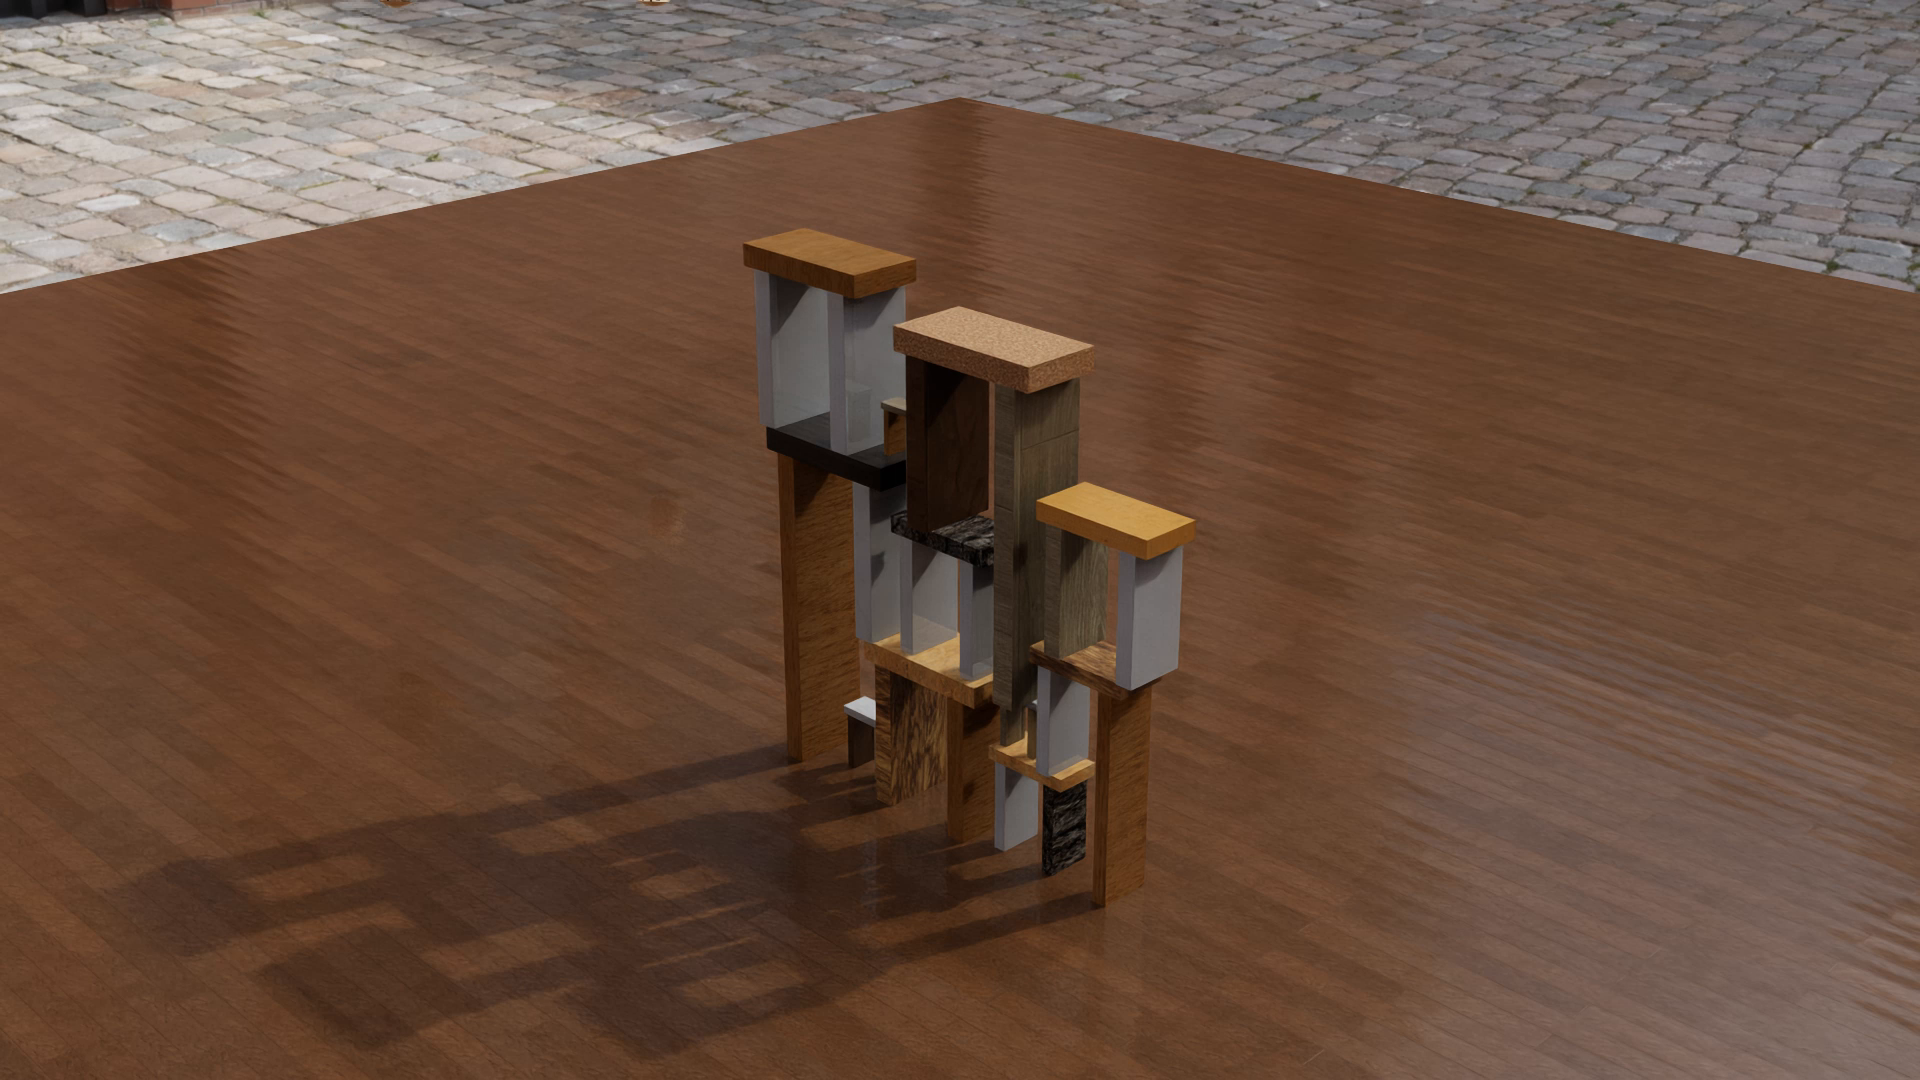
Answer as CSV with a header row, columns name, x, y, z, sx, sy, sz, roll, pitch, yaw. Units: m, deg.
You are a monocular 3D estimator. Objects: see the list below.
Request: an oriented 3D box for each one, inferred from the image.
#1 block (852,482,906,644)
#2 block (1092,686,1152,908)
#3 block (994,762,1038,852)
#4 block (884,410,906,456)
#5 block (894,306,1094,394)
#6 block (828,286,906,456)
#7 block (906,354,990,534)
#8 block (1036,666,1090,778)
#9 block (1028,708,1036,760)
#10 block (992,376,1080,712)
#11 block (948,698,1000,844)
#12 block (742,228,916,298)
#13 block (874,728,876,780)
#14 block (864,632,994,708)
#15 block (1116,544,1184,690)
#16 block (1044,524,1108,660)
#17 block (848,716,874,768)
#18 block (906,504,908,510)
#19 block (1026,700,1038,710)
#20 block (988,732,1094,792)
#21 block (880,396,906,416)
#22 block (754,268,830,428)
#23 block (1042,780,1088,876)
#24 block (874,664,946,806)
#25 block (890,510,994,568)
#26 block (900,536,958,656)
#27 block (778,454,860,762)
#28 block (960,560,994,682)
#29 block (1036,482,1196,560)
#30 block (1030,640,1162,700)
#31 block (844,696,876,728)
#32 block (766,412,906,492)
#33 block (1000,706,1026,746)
name,x,y,z,sx,sy,sz,roll,pitch,yaw
block,-0.133,0.023,4.375,0.047,0.335,0.167,21,31,41
block,0.301,0.467,4.094,0.032,0.443,0.113,21,31,41
block,0.111,0.507,4.321,0.027,0.191,0.095,21,31,41
block,-0.126,-0.214,4.266,0.046,0.092,0.013,-21,31,-41
block,0.059,-0.351,4.019,0.345,0.049,0.172,21,31,41
block,-0.179,-0.340,4.268,0.046,0.322,0.161,21,31,41
block,-0.023,-0.201,4.171,0.049,0.345,0.172,21,31,41
block,0.195,0.325,4.149,0.032,0.225,0.112,21,31,41
block,0.153,0.362,4.212,0.015,0.107,0.054,21,31,41
block,0.140,-0.002,4.078,0.049,0.639,0.172,21,31,41
block,0.045,0.430,4.351,0.044,0.309,0.154,21,31,41
block,-0.255,-0.539,4.267,0.322,0.046,0.161,21,31,41
block,-0.150,0.437,4.576,0.017,0.122,0.061,21,31,41
block,-0.028,0.240,4.350,0.309,0.044,0.154,21,31,41
block,0.337,0.125,3.916,0.037,0.261,0.131,21,31,41
block,0.214,0.077,4.029,0.037,0.261,0.131,21,31,41
block,-0.207,0.414,4.629,0.017,0.122,0.061,21,31,41
block,-0.083,-0.150,4.246,0.013,0.192,0.046,21,31,41
block,0.128,0.296,4.211,0.107,0.015,0.054,21,31,41
block,0.156,0.425,4.237,0.191,0.027,0.095,21,31,41
block,-0.104,-0.253,4.225,0.046,0.013,0.092,-21,31,-40
block,-0.331,-0.399,4.408,0.161,0.322,0.046,-21,31,-41
block,0.201,0.543,4.238,0.027,0.191,0.095,21,31,41
block,-0.100,0.373,4.485,0.044,0.309,0.154,21,31,41
block,-0.003,-0.015,4.217,0.247,0.035,0.123,21,31,41
block,-0.061,0.092,4.325,0.035,0.247,0.123,21,31,41
block,-0.291,0.124,4.589,0.047,0.687,0.167,21,31,41
block,0.055,0.138,4.218,0.035,0.247,0.123,21,31,41
block,0.276,-0.036,3.915,0.261,0.037,0.131,21,31,41
block,0.248,0.227,4.050,0.225,0.032,0.112,21,31,41
block,-0.178,0.362,4.576,0.121,0.017,0.061,21,31,41
block,-0.212,-0.183,4.373,0.335,0.047,0.167,21,31,41
block,0.102,0.343,4.259,0.015,0.107,0.054,21,31,41
